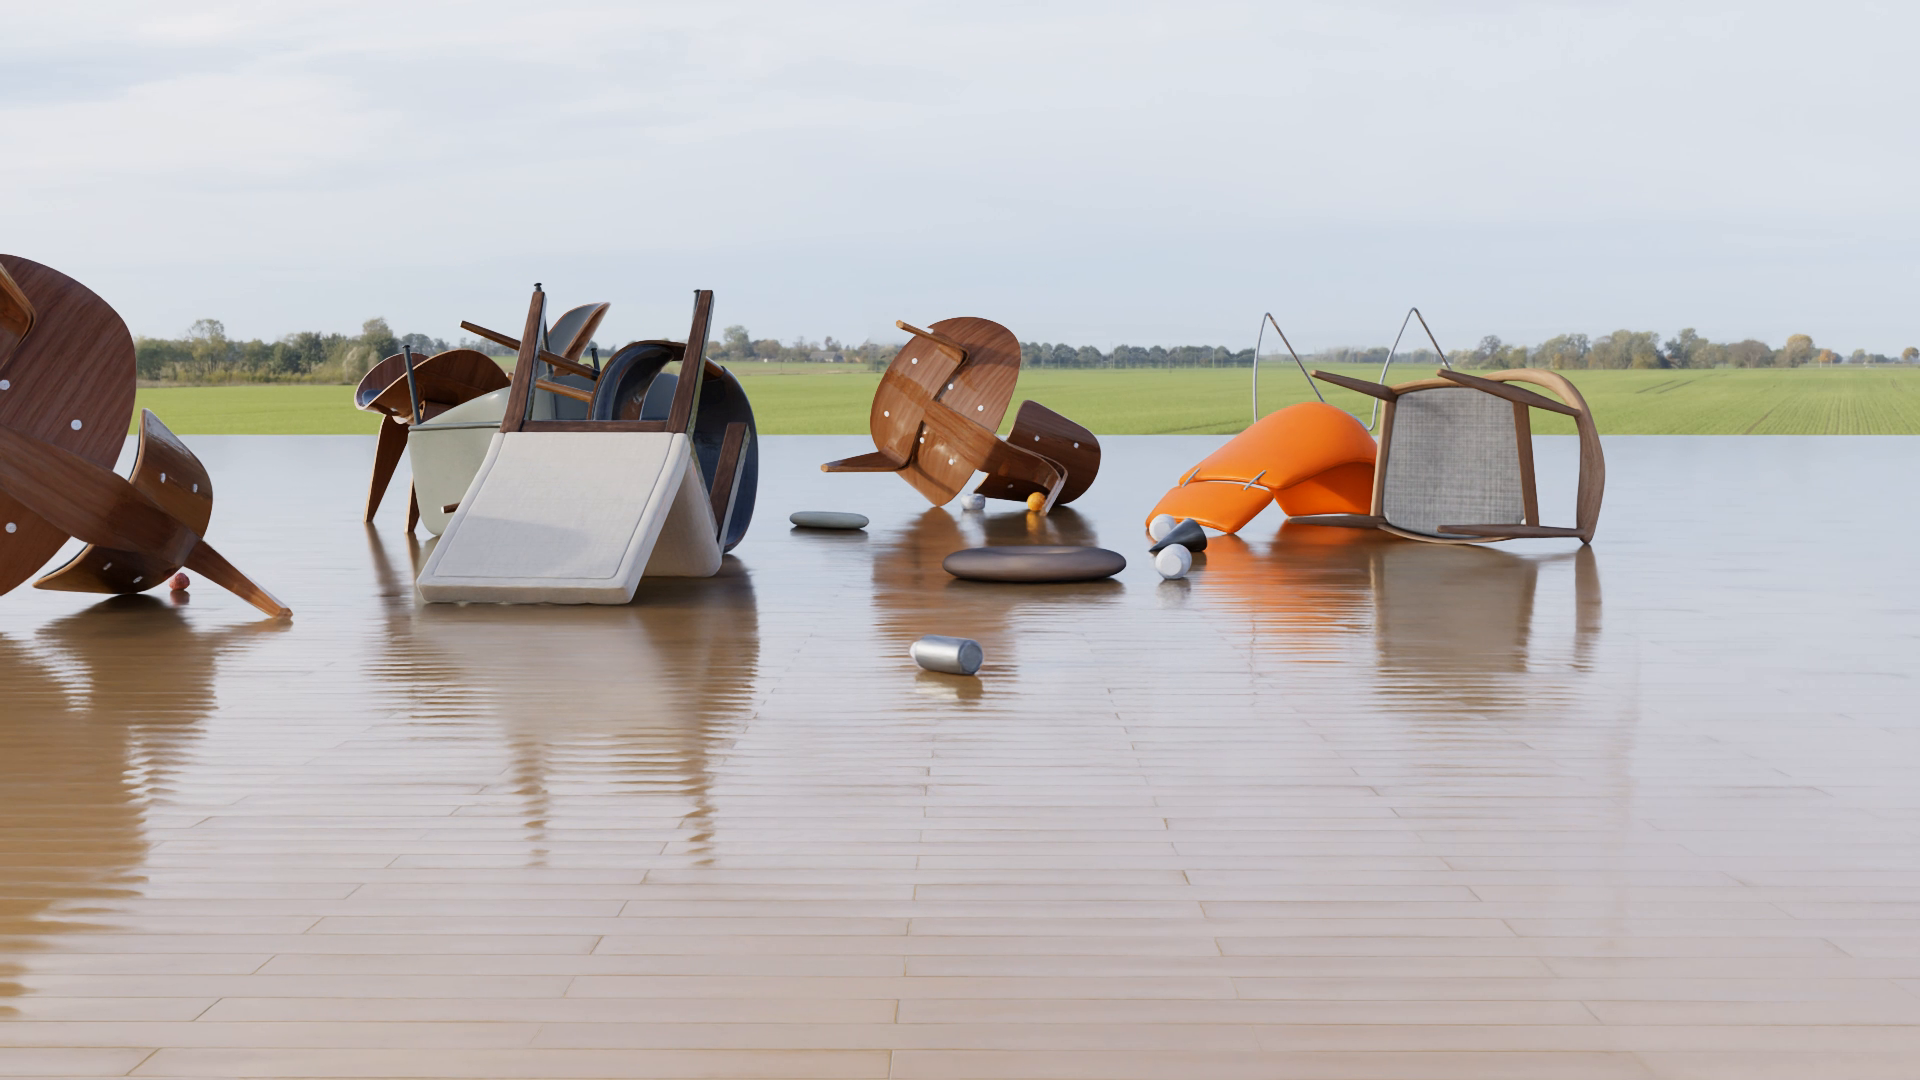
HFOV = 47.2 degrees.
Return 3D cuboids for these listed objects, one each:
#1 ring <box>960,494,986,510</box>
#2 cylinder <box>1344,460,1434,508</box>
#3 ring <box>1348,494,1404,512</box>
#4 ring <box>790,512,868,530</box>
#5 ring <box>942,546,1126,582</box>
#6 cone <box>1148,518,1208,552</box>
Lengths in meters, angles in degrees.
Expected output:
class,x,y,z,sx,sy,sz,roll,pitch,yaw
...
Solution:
class,x,y,z,sx,sy,sz,roll,pitch,yaw
ring,0.049,-0.142,8.202,0.095,0.056,0.125,-2,5,1
cylinder,1.625,-0.213,8.313,0.282,0.180,0.252,2,-4,25
ring,1.535,-0.136,8.131,0.217,0.056,0.125,3,4,31
ring,-0.427,-0.065,7.151,0.168,0.048,0.387,-2,4,-38
ring,0.178,0.056,5.263,0.436,0.066,0.466,2,4,29
cone,0.587,0.007,6.106,0.144,0.096,0.206,-19,9,-9
